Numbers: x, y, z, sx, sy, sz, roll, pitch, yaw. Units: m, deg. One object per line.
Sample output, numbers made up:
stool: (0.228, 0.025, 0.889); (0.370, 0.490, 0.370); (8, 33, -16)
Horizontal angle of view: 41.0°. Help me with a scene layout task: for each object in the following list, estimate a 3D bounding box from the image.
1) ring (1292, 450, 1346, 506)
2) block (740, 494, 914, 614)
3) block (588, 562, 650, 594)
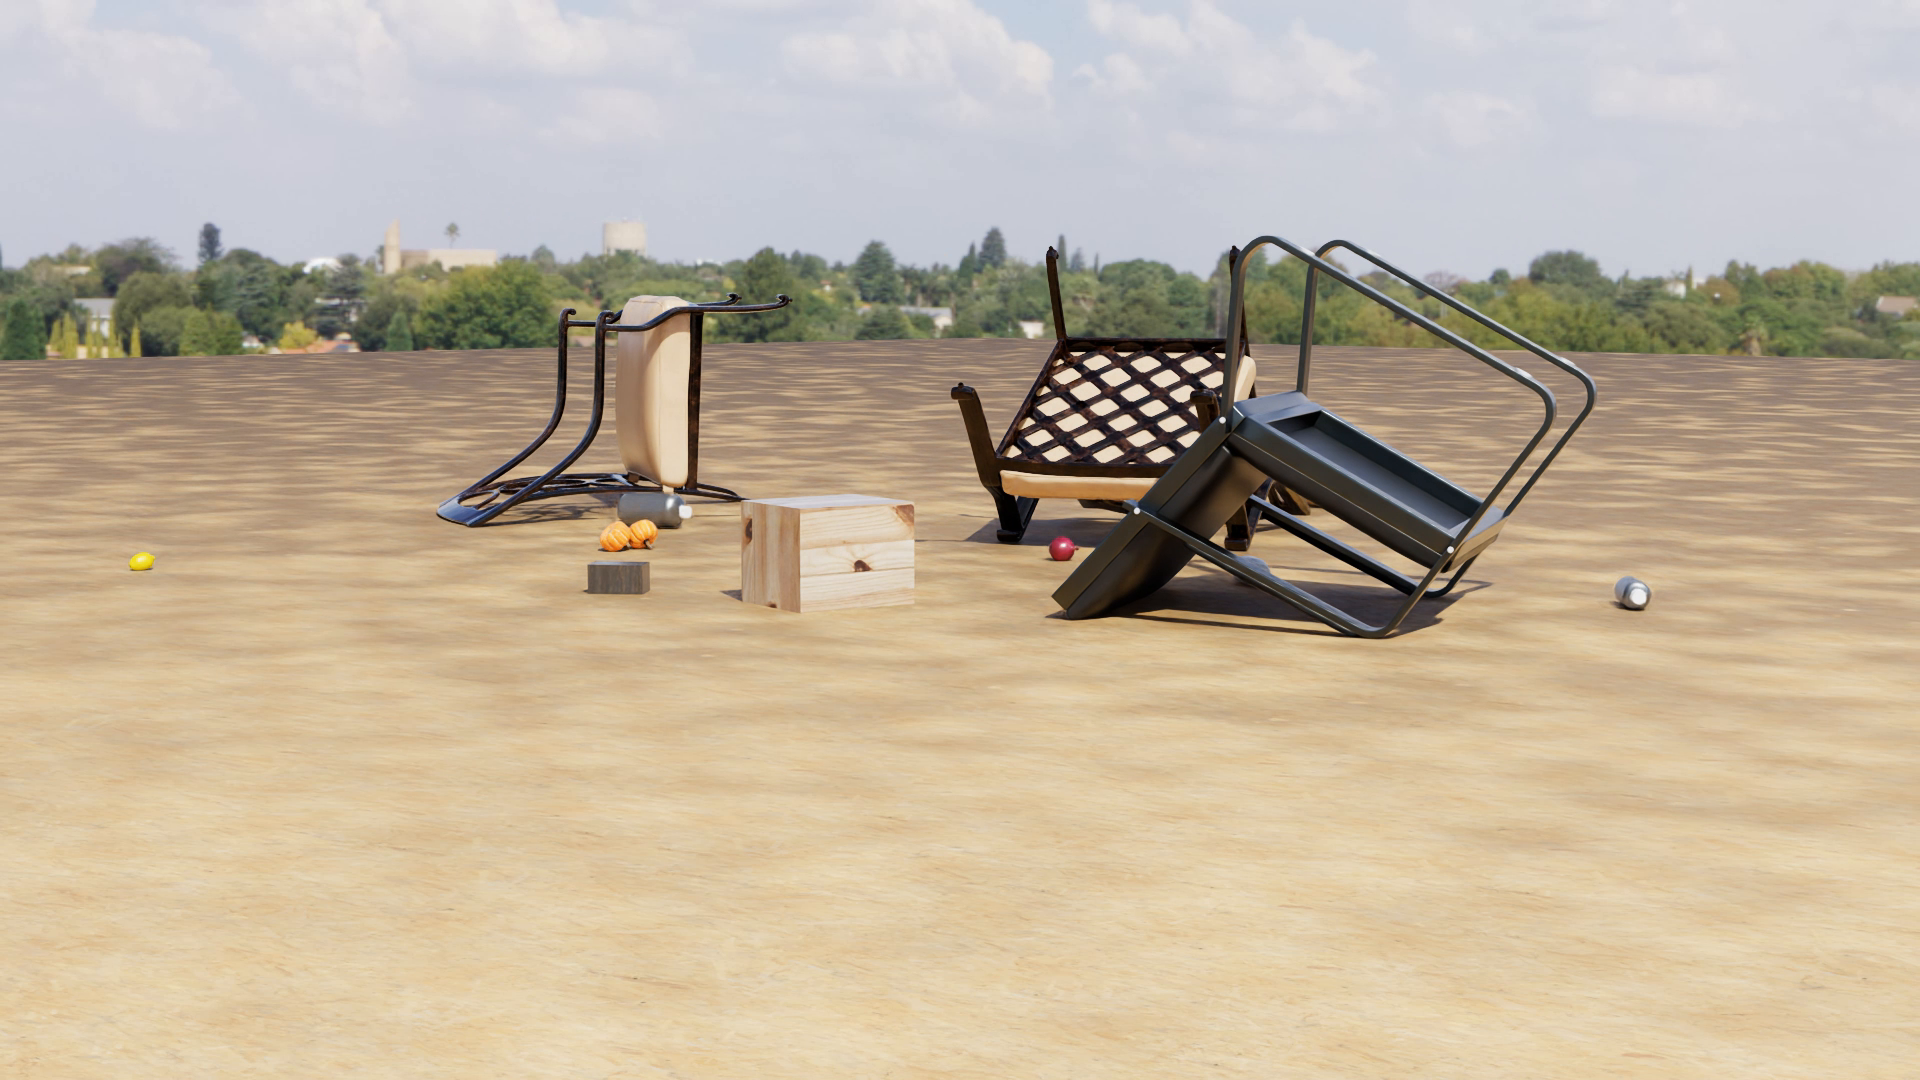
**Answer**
ring: (1.044, -0.180, 7.457); (0.150, 0.147, 0.435); (-2, 5, 4)
block: (-0.267, 0.024, 5.176); (0.269, 0.206, 0.227); (-4, 7, -35)
block: (-0.711, 0.079, 5.349); (0.116, 0.061, 0.067); (1, 6, 6)
